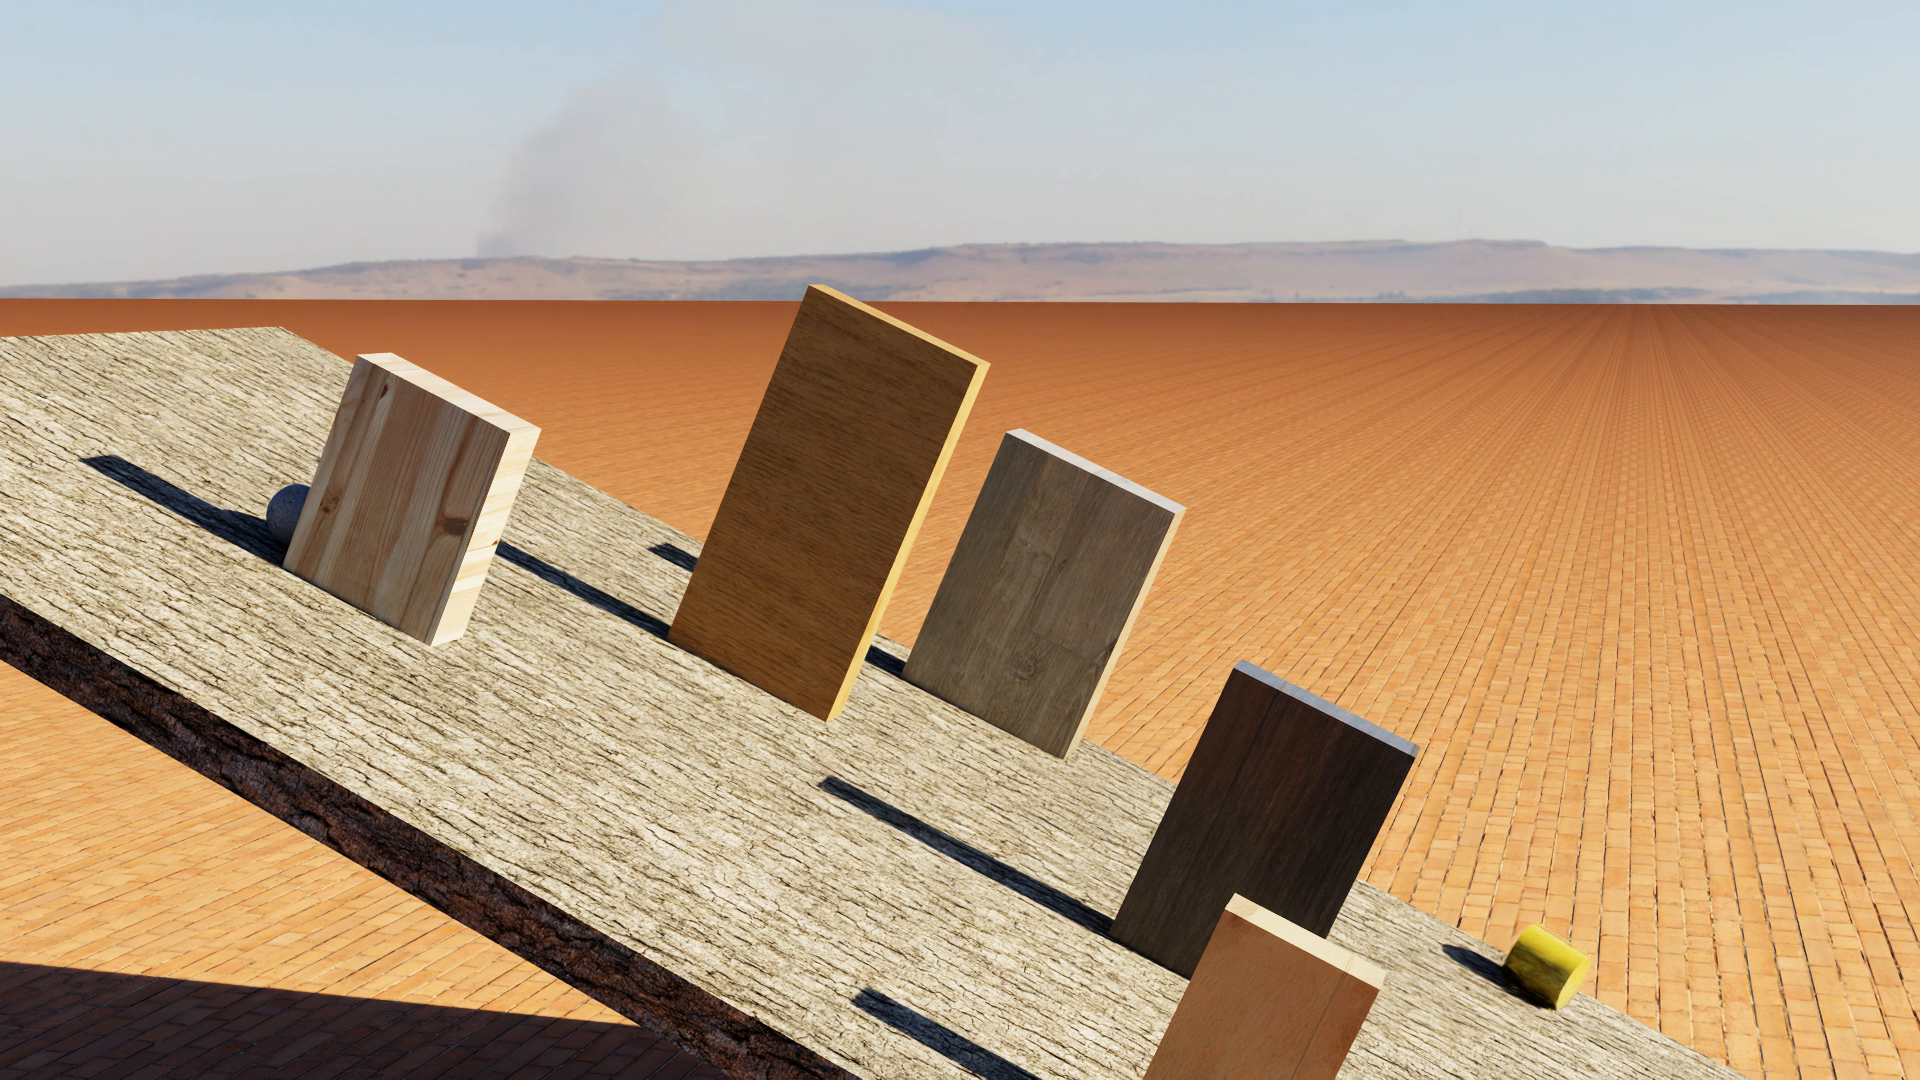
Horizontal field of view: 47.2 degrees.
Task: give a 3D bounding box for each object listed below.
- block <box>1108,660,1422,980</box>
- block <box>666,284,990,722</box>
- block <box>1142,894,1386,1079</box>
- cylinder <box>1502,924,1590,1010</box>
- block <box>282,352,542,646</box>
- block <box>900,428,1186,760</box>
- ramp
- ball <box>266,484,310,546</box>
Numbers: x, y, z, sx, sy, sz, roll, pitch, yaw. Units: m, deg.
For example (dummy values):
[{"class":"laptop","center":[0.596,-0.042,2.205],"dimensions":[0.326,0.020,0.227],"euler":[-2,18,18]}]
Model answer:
[{"class":"block","center":[0.539,0.541,3.929],"dimensions":[0.349,0.553,0.092],"euler":[26,13,13]},{"class":"block","center":[-0.272,-0.073,4.436],"dimensions":[0.382,0.792,0.085],"euler":[26,13,13]},{"class":"block","center":[0.420,0.756,3.207],"dimensions":[0.243,0.404,0.084],"euler":[26,13,13]},{"class":"cylinder","center":[1.233,0.899,4.631],"dimensions":[0.130,0.130,0.130],"euler":[31,23,29]},{"class":"block","center":[-1.002,-0.076,4.011],"dimensions":[0.333,0.426,0.113],"euler":[26,13,13]},{"class":"block","center":[0.181,0.118,4.868],"dimensions":[0.412,0.606,0.122],"euler":[26,13,13]},{"class":"ramp","center":[-0.282,0.487,4.180],"dimensions":[4.000,0.100,2.000],"euler":[26,13,13]},{"class":"ball","center":[-1.244,-0.045,4.146],"dimensions":[0.122,0.122,0.122],"euler":[0,7,0]}]
